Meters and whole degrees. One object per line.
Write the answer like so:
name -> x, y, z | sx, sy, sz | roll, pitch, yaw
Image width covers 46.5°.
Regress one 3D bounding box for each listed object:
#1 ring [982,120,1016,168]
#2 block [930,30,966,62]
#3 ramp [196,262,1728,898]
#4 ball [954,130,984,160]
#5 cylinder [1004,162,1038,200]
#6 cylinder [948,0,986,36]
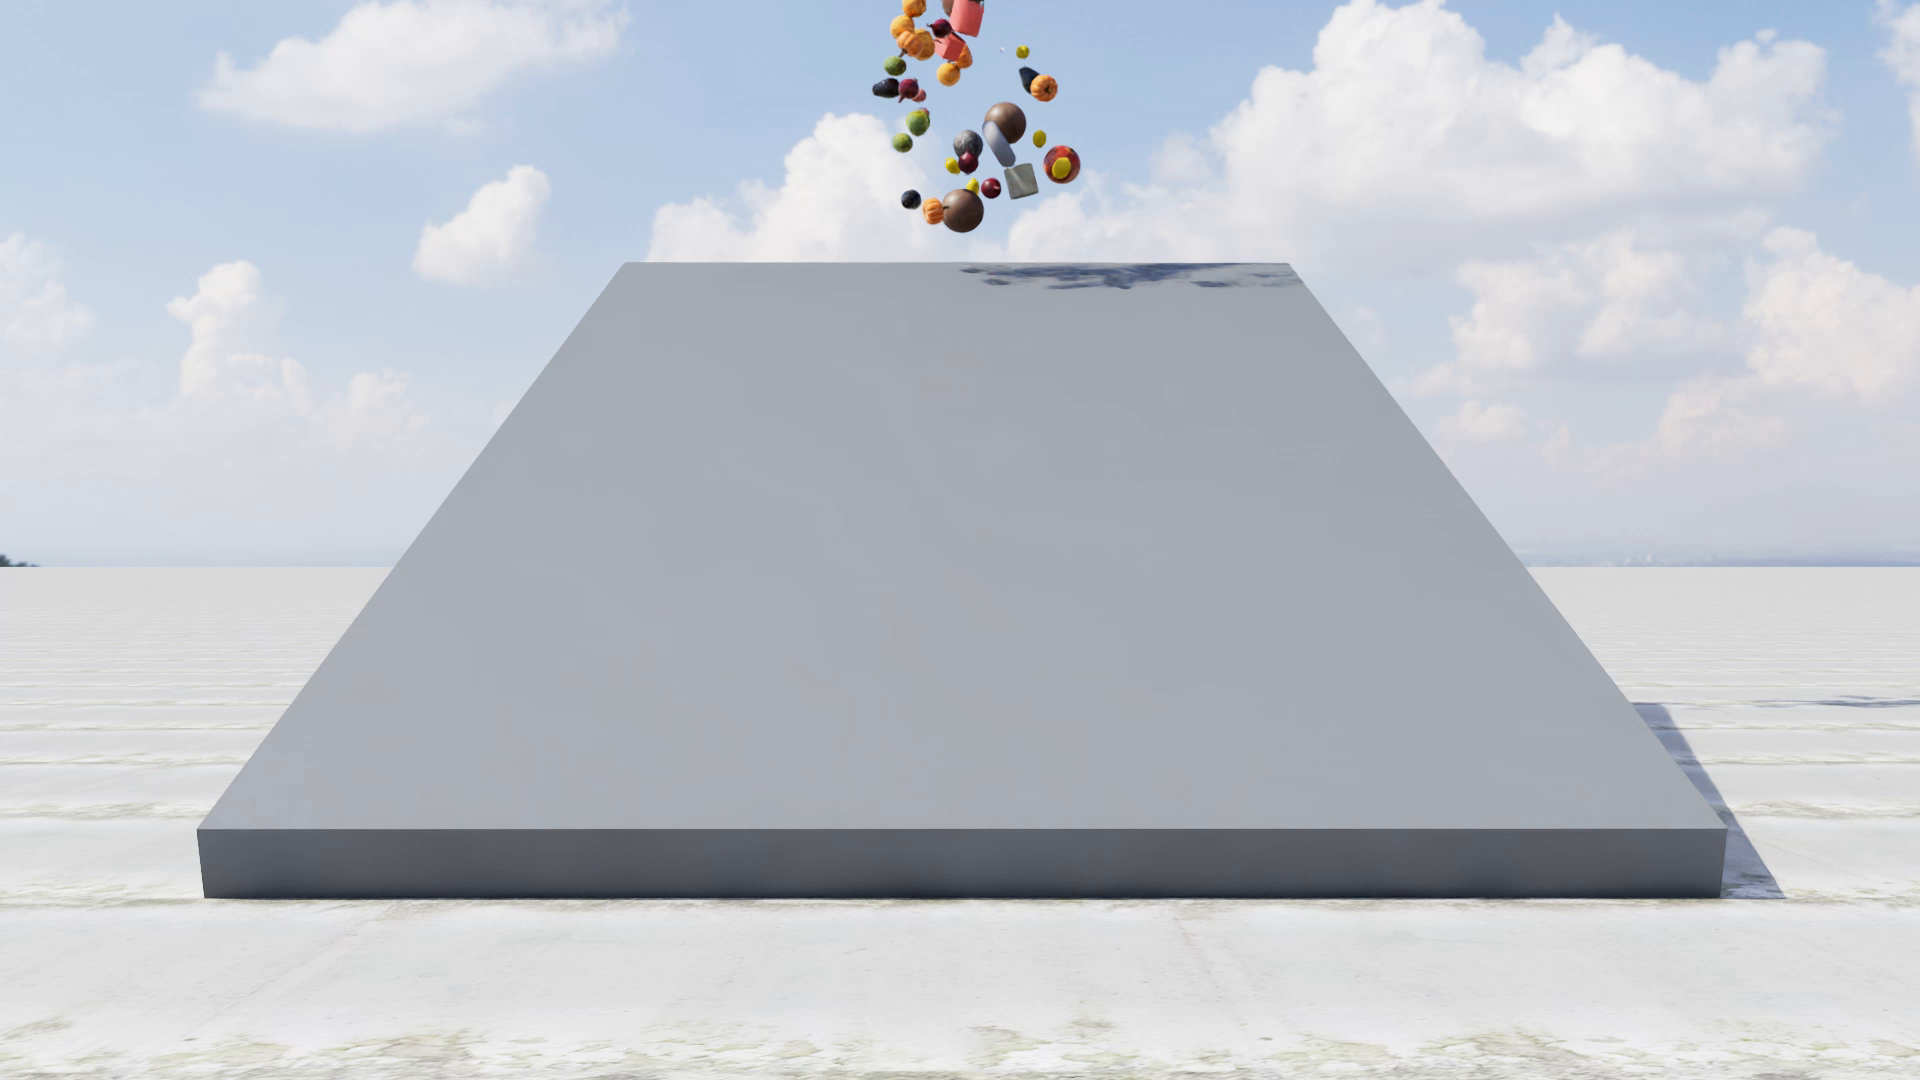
ring -> 0.111, -1.127, 6.354 | 0.049, 0.146, 0.146 | -30, -5, 8
block -> -0.035, -1.452, 6.547 | 0.062, 0.062, 0.062 | -1, 39, -44
ramp -> -0.003, -0.182, 4.835 | 2.000, 0.100, 4.000 | 0, 18, 0
ball -> 0.024, -1.152, 6.512 | 0.088, 0.088, 0.088 | 0, -1, 0
cylinder -> 0.180, -1.053, 6.548 | 0.086, 0.086, 0.086 | -14, 2, 1
cylinder -> 0.019, -1.532, 6.543 | 0.093, 0.093, 0.093 | 14, 10, -3
